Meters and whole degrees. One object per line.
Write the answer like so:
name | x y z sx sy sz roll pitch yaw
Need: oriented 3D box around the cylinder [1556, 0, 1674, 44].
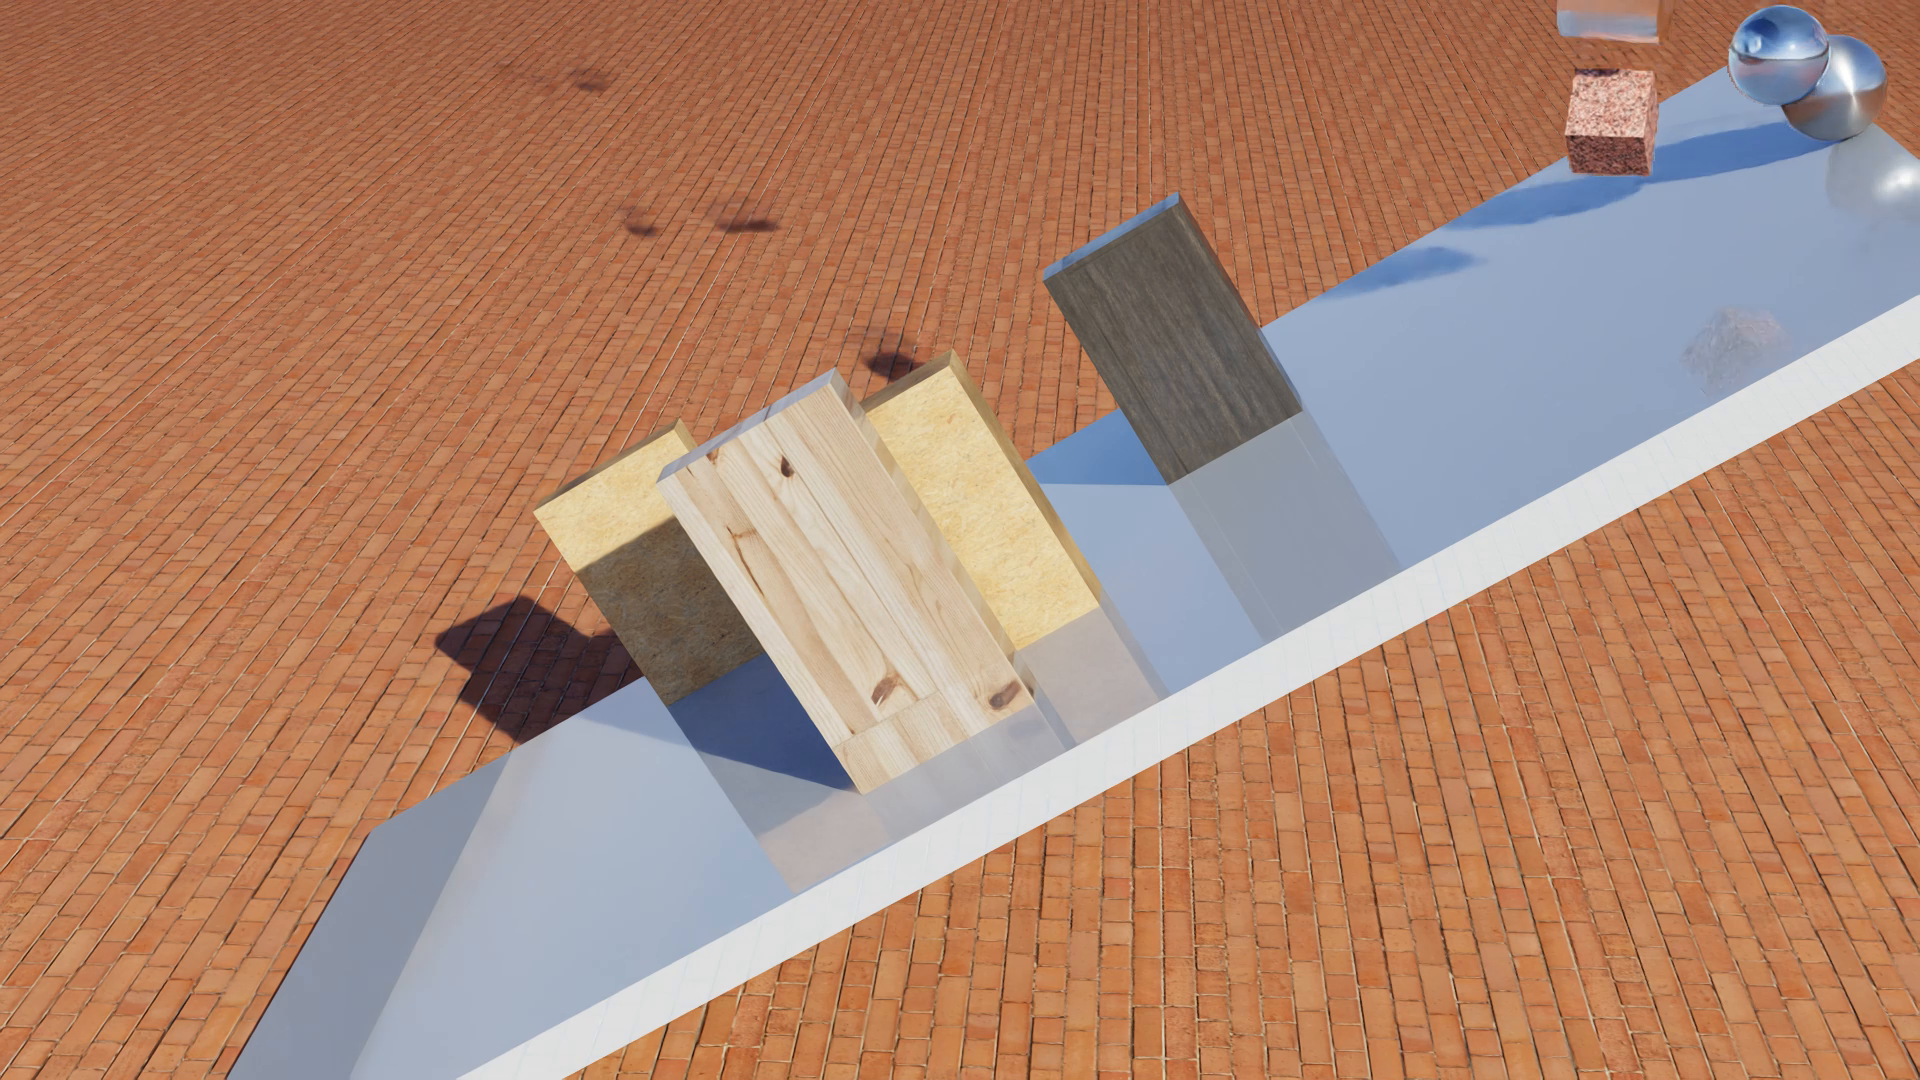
cylinder | 1.252 -1.047 5.602 0.189 0.189 0.189 9 21 21

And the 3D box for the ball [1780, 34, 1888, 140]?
ball | 1.731 -0.898 5.836 0.209 0.209 0.209 0 19 0

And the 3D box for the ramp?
ramp | 0.141 0.169 6.288 4.000 0.100 2.000 -29 15 13

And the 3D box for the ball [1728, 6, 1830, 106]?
ball | 1.588 -0.940 5.703 0.191 0.191 0.191 0 19 0

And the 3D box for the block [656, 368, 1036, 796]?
block | -0.212 0.085 5.631 0.391 0.737 0.109 -29 15 13

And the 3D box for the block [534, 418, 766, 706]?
block | -0.685 0.057 7.015 0.401 0.576 0.096 -29 15 13

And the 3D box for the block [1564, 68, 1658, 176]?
block | 1.288 -0.825 5.805 0.150 0.150 0.150 5 -21 20

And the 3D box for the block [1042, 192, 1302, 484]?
block | 0.458 -0.431 6.325 0.334 0.529 0.110 -29 15 13

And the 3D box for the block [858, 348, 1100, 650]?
block | 0.030 -0.068 5.934 0.244 0.581 0.132 -29 15 13
